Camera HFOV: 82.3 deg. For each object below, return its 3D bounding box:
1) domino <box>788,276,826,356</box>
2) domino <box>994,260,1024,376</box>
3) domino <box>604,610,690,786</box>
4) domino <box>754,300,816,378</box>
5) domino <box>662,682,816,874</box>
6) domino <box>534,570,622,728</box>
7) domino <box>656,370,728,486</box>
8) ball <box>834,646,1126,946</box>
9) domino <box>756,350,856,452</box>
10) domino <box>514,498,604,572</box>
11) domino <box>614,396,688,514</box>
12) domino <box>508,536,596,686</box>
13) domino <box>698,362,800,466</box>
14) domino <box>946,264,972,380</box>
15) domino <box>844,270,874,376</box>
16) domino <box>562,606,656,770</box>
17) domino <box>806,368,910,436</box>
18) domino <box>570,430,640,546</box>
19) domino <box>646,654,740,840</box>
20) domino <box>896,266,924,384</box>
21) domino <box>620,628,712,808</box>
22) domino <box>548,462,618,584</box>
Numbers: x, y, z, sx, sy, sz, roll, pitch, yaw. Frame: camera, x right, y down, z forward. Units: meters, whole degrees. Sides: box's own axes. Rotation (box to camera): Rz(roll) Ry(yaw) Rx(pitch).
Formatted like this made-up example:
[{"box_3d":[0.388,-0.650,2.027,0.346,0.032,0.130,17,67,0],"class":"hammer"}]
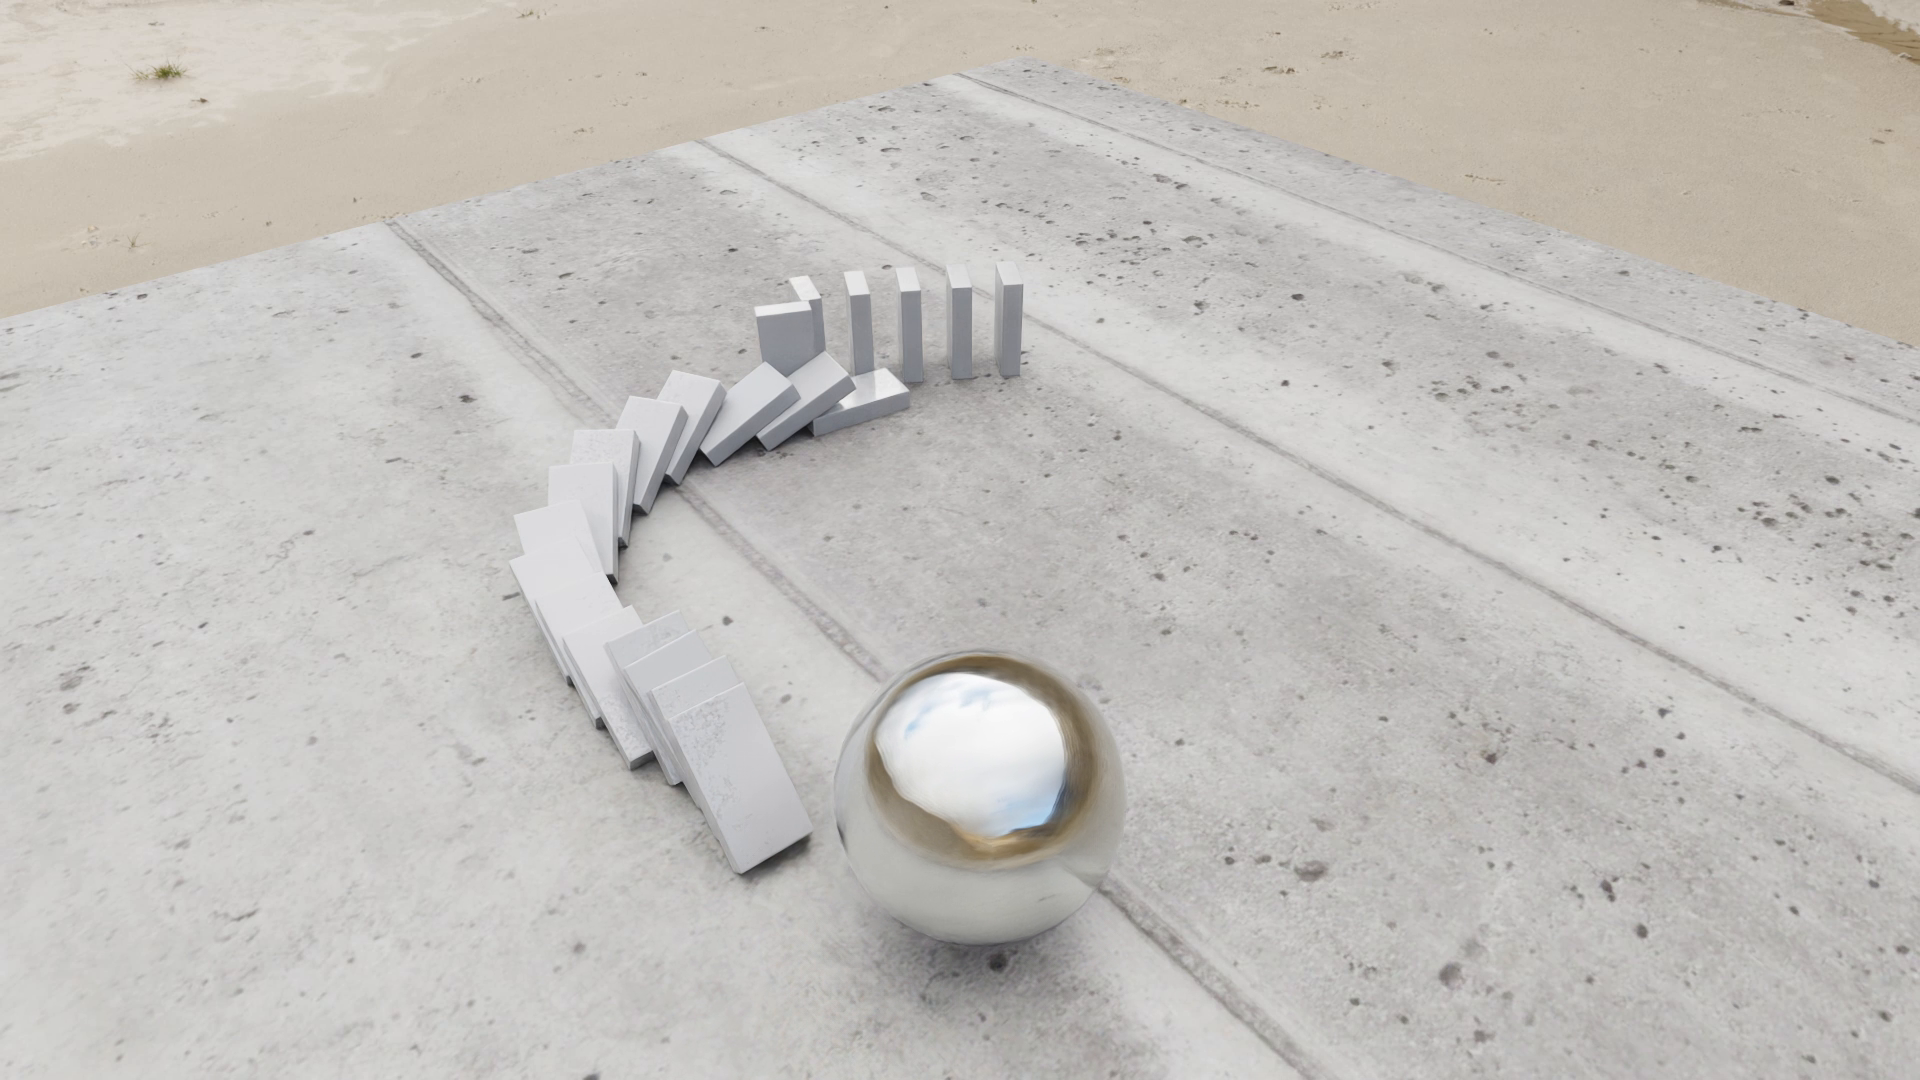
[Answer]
[{"box_3d":[-0.073,-0.099,0.533,0.009,0.050,0.025,-14,41,-16],"class":"domino"},{"box_3d":[0.024,-0.109,0.545,0.009,0.050,0.025,-5,40,-6],"class":"domino"},{"box_3d":[-0.093,0.051,0.356,0.025,0.010,0.050,-25,89,-28],"class":"domino"},{"box_3d":[-0.081,-0.086,0.517,0.025,0.050,0.009,-10,40,-12],"class":"domino"},{"box_3d":[-0.067,0.071,0.331,0.025,0.010,0.050,-25,89,-28],"class":"domino"},{"box_3d":[-0.125,0.037,0.382,0.025,0.010,0.050,-24,69,-27],"class":"domino"},{"box_3d":[-0.126,-0.050,0.488,0.025,0.010,0.050,15,67,18],"class":"domino"},{"box_3d":[0.005,0.069,0.303,0.080,0.080,0.080,0,39,0],"class":"ball"},{"box_3d":[-0.075,-0.064,0.508,0.050,0.009,0.025,-37,48,-8],"class":"domino"},{"box_3d":[-0.149,0.010,0.415,0.025,0.009,0.050,-17,67,-19],"class":"domino"},{"box_3d":[-0.138,-0.037,0.472,0.025,0.009,0.050,10,66,12],"class":"domino"},{"box_3d":[-0.140,0.025,0.397,0.025,0.010,0.050,-25,70,-25],"class":"domino"},{"box_3d":[-0.100,-0.058,0.499,0.050,0.009,0.025,-41,51,-11],"class":"domino"},{"box_3d":[-0.001,-0.107,0.542,0.009,0.050,0.025,-5,40,-6],"class":"domino"},{"box_3d":[-0.049,-0.103,0.537,0.010,0.050,0.025,-7,40,-9],"class":"domino"},{"box_3d":[-0.110,0.049,0.368,0.025,0.010,0.050,-26,70,-28],"class":"domino"},{"box_3d":[-0.052,-0.066,0.524,0.050,0.010,0.025,-20,43,-23],"class":"domino"},{"box_3d":[-0.148,-0.022,0.454,0.025,0.009,0.050,-1,65,-1],"class":"domino"},{"box_3d":[-0.074,0.064,0.340,0.025,0.010,0.050,-25,89,-28],"class":"domino"},{"box_3d":[-0.025,-0.105,0.540,0.010,0.050,0.025,-5,40,-7],"class":"domino"},{"box_3d":[-0.083,0.057,0.348,0.025,0.009,0.050,-30,91,-28],"class":"domino"},{"box_3d":[-0.149,-0.006,0.435,0.025,0.009,0.050,-5,65,-7],"class":"domino"}]
